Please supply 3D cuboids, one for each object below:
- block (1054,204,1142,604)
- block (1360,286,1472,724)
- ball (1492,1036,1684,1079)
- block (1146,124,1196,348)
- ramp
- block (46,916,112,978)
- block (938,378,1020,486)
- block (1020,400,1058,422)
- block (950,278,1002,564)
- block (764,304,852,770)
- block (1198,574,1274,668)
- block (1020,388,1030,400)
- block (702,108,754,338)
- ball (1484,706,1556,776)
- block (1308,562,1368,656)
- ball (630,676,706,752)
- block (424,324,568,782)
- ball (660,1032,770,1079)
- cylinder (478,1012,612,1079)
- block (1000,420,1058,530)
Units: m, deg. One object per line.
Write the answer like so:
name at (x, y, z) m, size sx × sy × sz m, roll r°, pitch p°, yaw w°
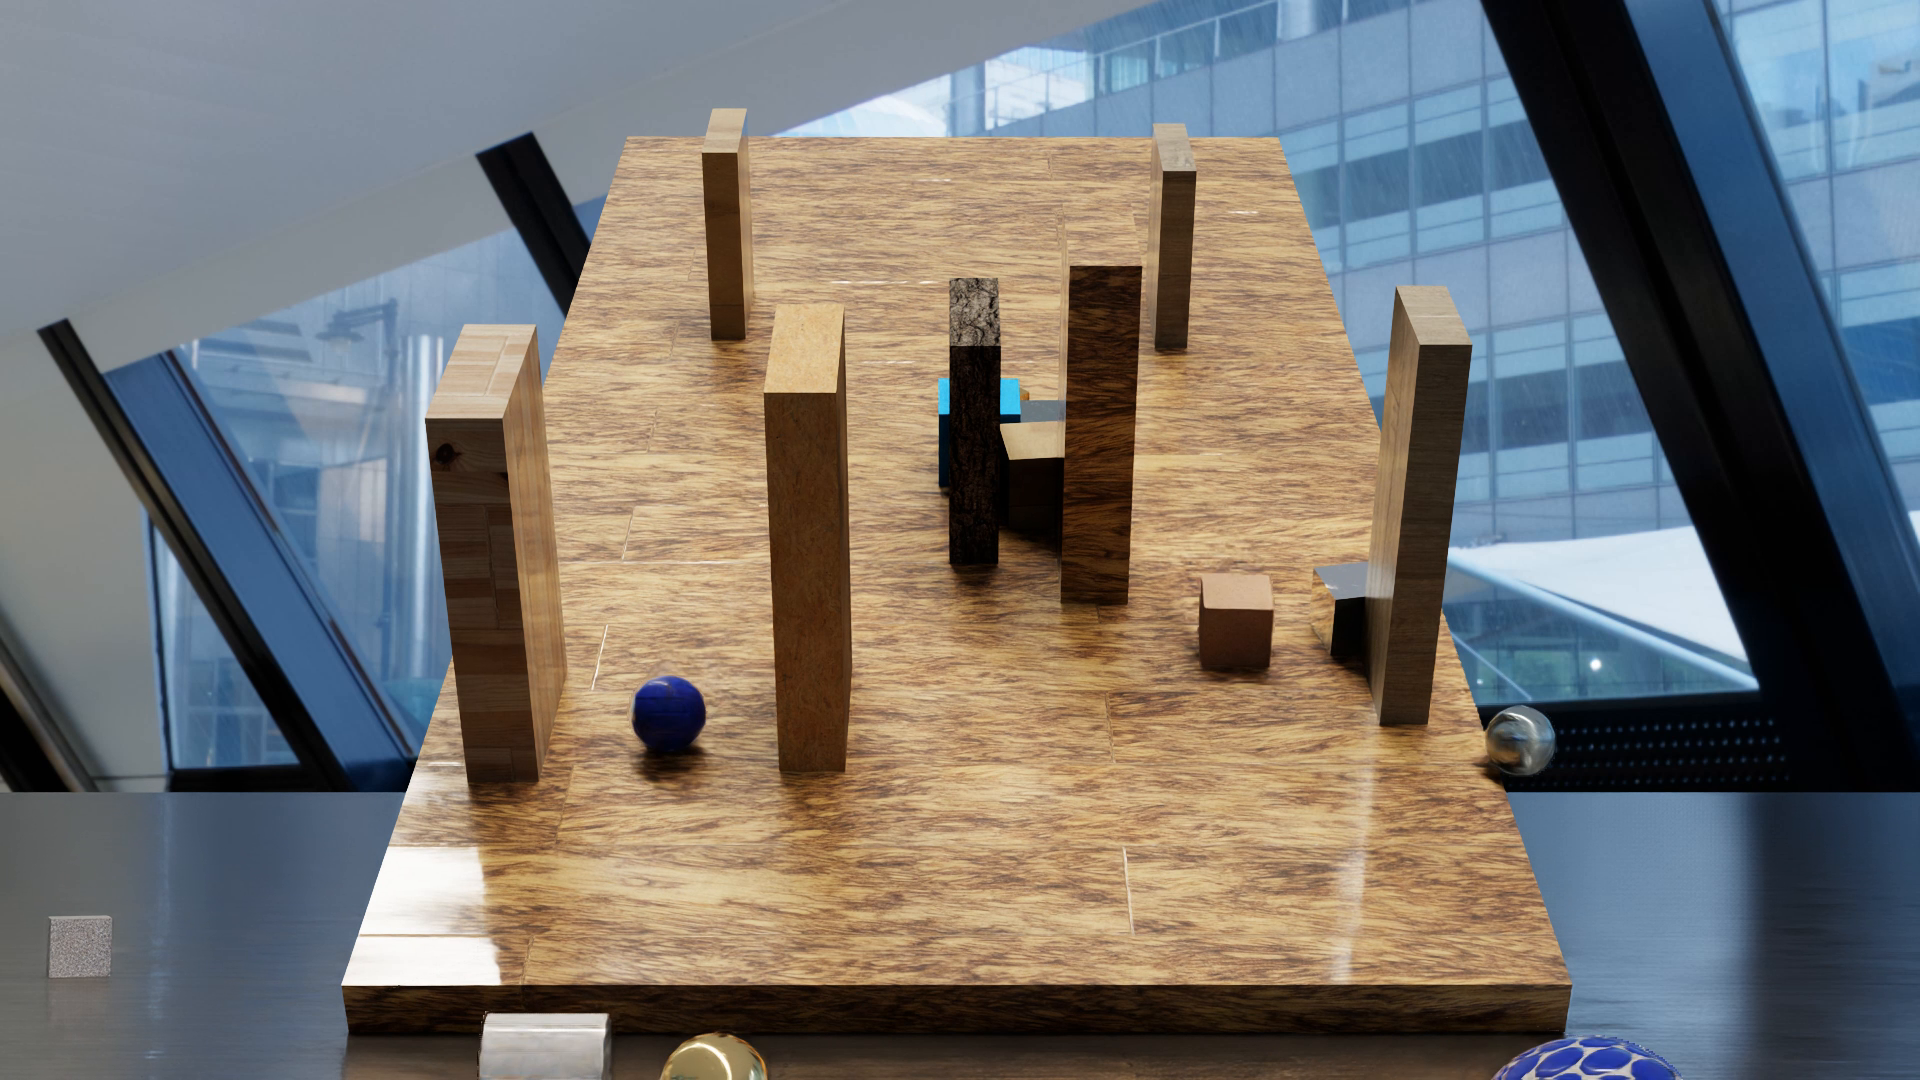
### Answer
block at (0.277, -0.276, 4.921) m, size 0.139 × 0.751 × 0.325 m, roll 0°, pitch 29°, yaw 0°
block at (0.844, -0.058, 4.494) m, size 0.092 × 0.793 × 0.258 m, roll 0°, pitch 29°, yaw 0°
ball at (0.506, 0.501, 1.930) m, size 0.202 × 0.202 × 0.202 m, roll 0°, pitch -6°, yaw 0°
block at (0.531, -0.771, 6.088) m, size 0.081 × 0.471 × 0.339 m, roll 0°, pitch 29°, yaw 0°
ramp at (-0.013, -0.214, 5.677) m, size 2.000 × 0.100 × 4.000 m, roll 0°, pitch 29°, yaw 0°
block at (-1.893, 0.873, 5.170) m, size 0.122 × 0.122 × 0.122 m, roll 3°, pitch -6°, yaw -24°
block at (0.043, -0.244, 5.443) m, size 0.181 × 0.181 × 0.181 m, roll 0°, pitch 29°, yaw 0°
block at (0.208, -0.217, 5.431) m, size 0.147 × 0.147 × 0.147 m, roll 0°, pitch 29°, yaw -1°
block at (0.029, -0.256, 5.133) m, size 0.104 × 0.507 × 0.347 m, roll 0°, pitch 29°, yaw 0°
block at (-0.272, -0.001, 4.406) m, size 0.122 × 0.774 × 0.367 m, roll 0°, pitch 29°, yaw 0°
block at (0.546, 0.160, 4.776) m, size 0.134 × 0.134 × 0.134 m, roll 1°, pitch 29°, yaw 2°
block at (0.082, -0.297, 5.608) m, size 0.113 × 0.113 × 0.113 m, roll -22°, pitch 36°, yaw -34°
block at (-0.587, -0.804, 6.113) m, size 0.087 × 0.497 × 0.321 m, roll 0°, pitch 29°, yaw 0°
ball at (1.033, 0.371, 4.439) m, size 0.129 × 0.129 × 0.129 m, roll 0°, pitch -6°, yaw 0°
block at (0.787, 0.136, 4.825) m, size 0.129 × 0.129 × 0.129 m, roll -6°, pitch 30°, yaw -11°
ball at (-0.543, 0.322, 4.474) m, size 0.142 × 0.142 × 0.142 m, roll 0°, pitch -6°, yaw 0°
block at (-0.835, 0.025, 4.387) m, size 0.130 × 0.743 × 0.382 m, roll 0°, pitch 29°, yaw 0°
ball at (-0.277, 0.620, 2.717) m, size 0.126 × 0.126 × 0.126 m, roll 0°, pitch -6°, yaw 0°
cylinder at (-0.479, 0.618, 2.788) m, size 0.138 × 0.138 × 0.138 m, roll 1°, pitch -6°, yaw -4°
block at (0.180, -0.144, 5.277) m, size 0.171 × 0.171 × 0.171 m, roll -3°, pitch 30°, yaw -6°
